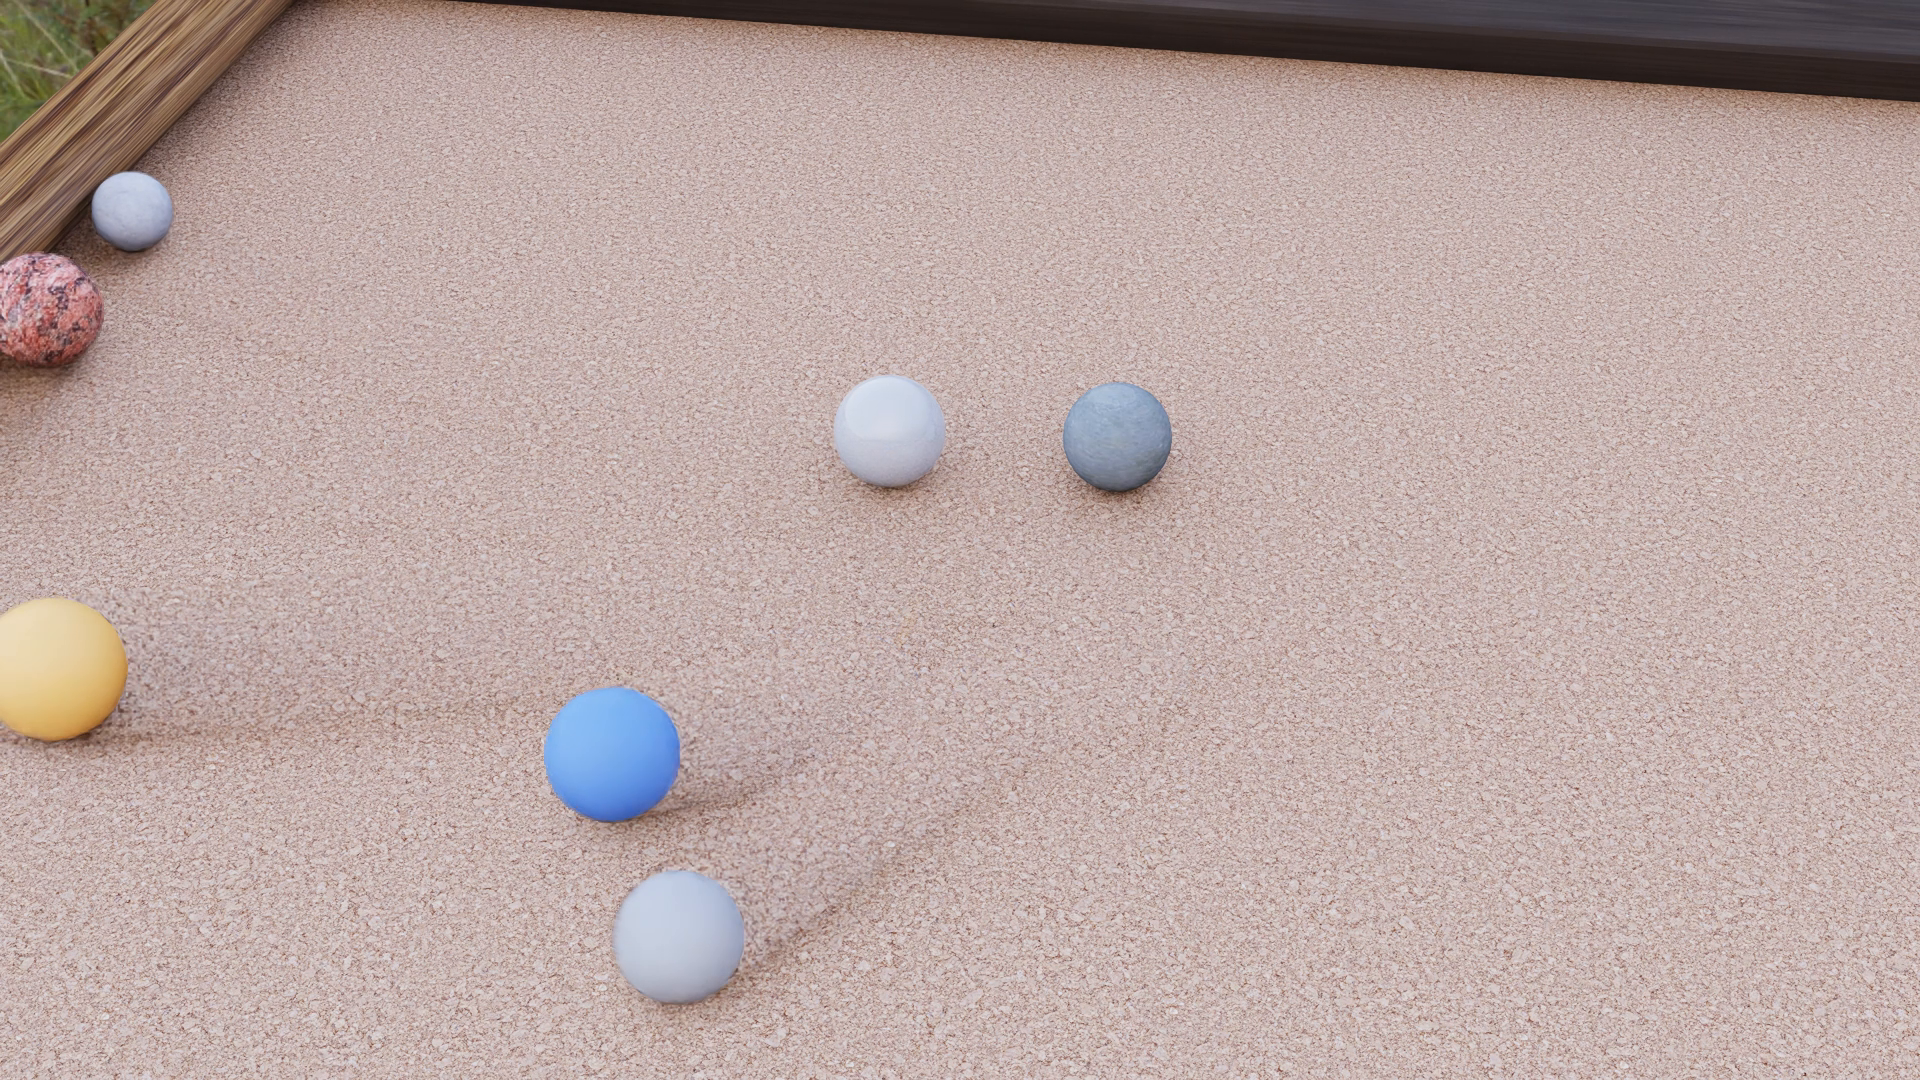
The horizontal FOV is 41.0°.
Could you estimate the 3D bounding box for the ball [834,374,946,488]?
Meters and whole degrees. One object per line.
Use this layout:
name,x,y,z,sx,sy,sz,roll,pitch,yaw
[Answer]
ball,-0.055,-0.085,1.993,0.087,0.087,0.087,0,35,0

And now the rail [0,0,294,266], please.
rail,-0.867,-0.101,1.982,0.045,0.125,1.990,6,35,8

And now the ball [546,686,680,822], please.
ball,-0.225,0.139,1.668,0.087,0.087,0.087,0,35,0

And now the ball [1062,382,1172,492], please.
ball,0.122,-0.080,1.988,0.085,0.085,0.085,0,35,0

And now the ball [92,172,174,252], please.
ball,-0.747,-0.296,2.316,0.071,0.071,0.071,0,35,0

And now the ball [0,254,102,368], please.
ball,-0.766,-0.191,2.141,0.096,0.096,0.096,0,35,0

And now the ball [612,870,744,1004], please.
ball,-0.168,0.237,1.533,0.079,0.079,0.079,0,35,0

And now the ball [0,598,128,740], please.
ball,-0.613,0.087,1.735,0.096,0.096,0.096,0,35,0

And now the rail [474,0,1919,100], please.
rail,1.054,-0.474,2.525,3.613,0.125,0.045,6,35,8
